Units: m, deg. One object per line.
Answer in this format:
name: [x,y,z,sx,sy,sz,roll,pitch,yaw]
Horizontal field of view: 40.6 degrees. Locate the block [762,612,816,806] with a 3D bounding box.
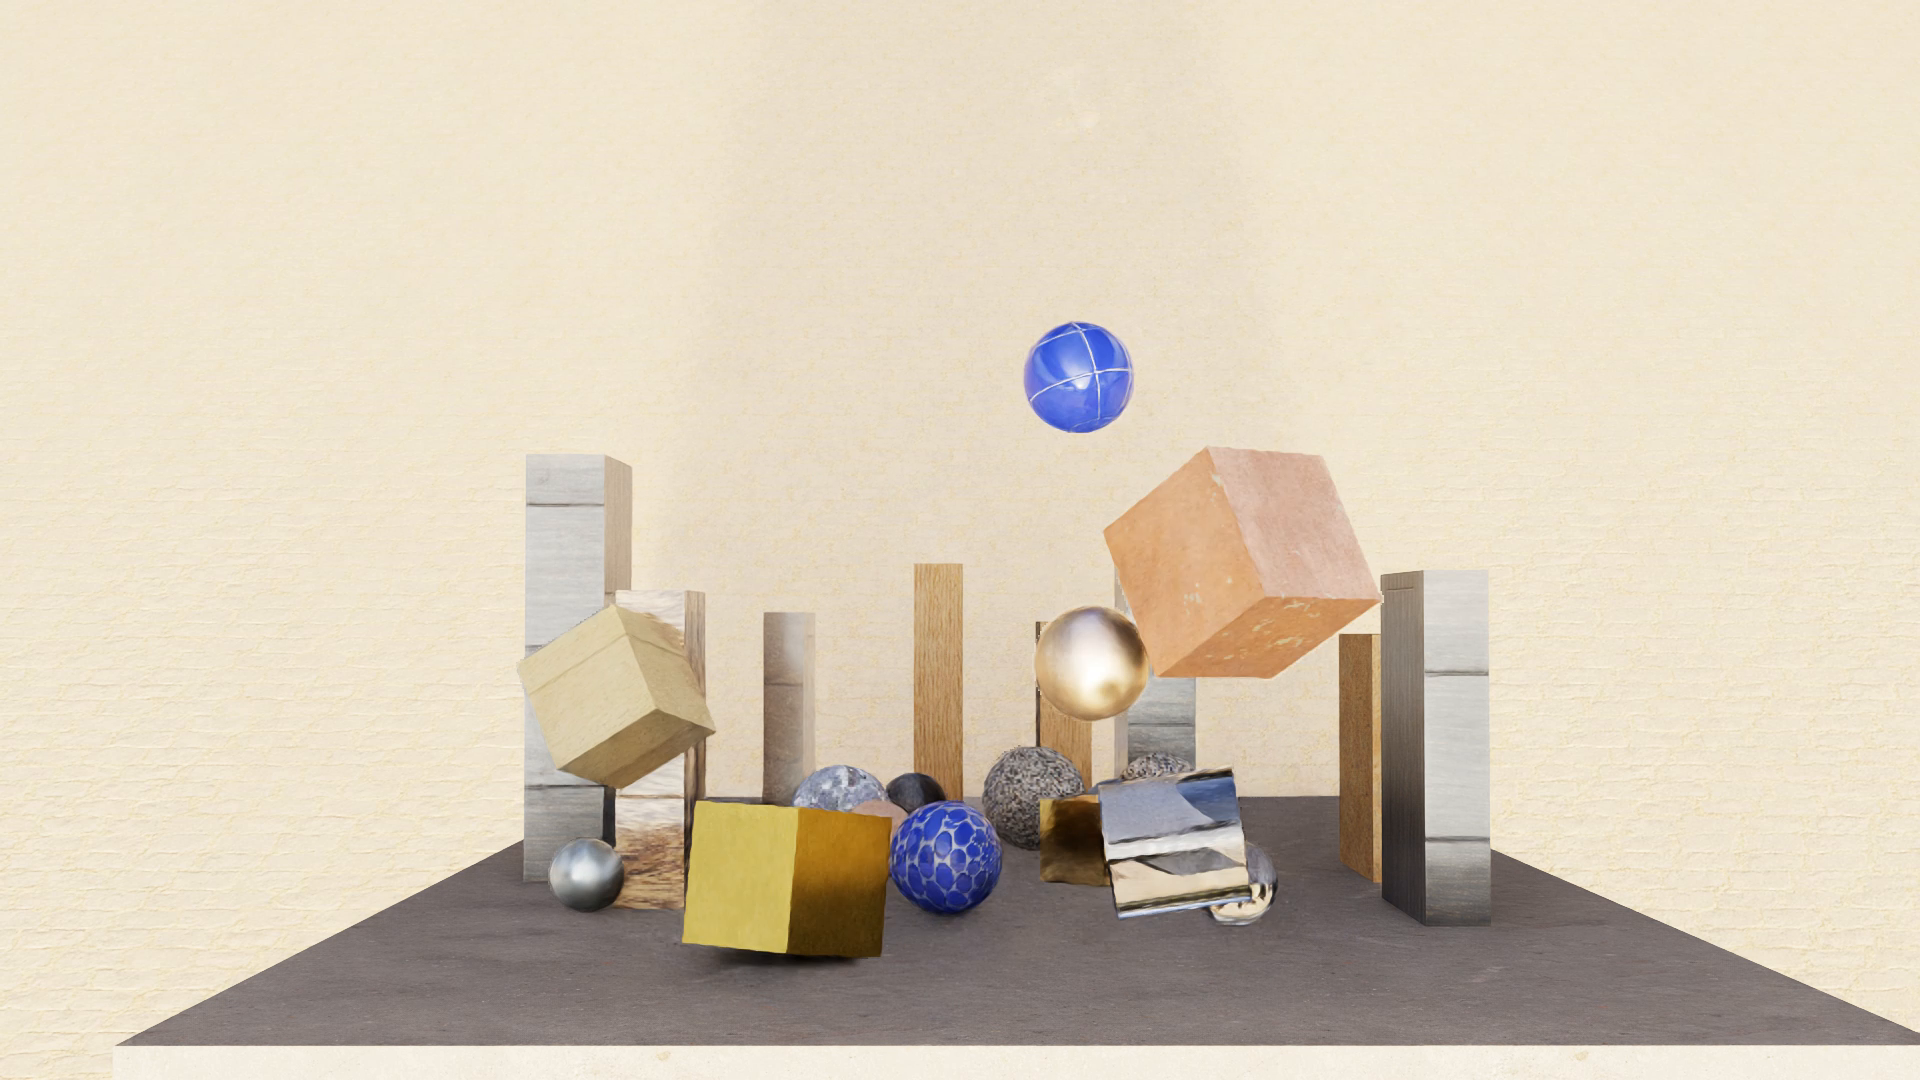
block: [-0.365,0.395,5.592,0.084,0.479,0.433,0,-2,0]

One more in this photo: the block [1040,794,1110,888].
block: [0.245,0.532,4.610,0.146,0.146,0.146,-2,-2,43]

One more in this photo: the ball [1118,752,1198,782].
ball: [0.409,0.531,5.311,0.191,0.191,0.191,0,35,0]

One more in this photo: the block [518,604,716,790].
block: [-0.534,0.247,4.049,0.189,0.189,0.189,-32,65,14]

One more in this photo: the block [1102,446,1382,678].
block: [0.311,0.028,2.885,0.185,0.185,0.185,3,58,-40]

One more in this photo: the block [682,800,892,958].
block: [-0.236,0.466,3.566,0.192,0.192,0.192,-1,-10,39]

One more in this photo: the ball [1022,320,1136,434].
ball: [0.141,-0.193,3.076,0.134,0.134,0.134,0,35,0]

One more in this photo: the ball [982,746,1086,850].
ball: [0.150,0.519,5.229,0.209,0.209,0.209,0,35,0]

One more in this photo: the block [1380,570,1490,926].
block: [0.753,0.321,4.138,0.099,0.539,0.408,0,-2,0]

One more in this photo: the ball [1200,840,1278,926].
ball: [0.417,0.520,3.939,0.131,0.131,0.131,0,35,0]

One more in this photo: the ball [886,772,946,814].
ball: [-0.098,0.561,5.468,0.142,0.142,0.142,0,35,0]

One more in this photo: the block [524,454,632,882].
block: [-0.704,0.232,4.813,0.140,0.759,0.394,0,-2,0]

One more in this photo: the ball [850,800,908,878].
ball: [-0.149,0.536,4.652,0.142,0.142,0.142,0,35,0]

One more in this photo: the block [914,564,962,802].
block: [-0.046,0.346,5.689,0.105,0.584,0.240,0,-2,0]

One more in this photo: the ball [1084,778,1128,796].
ball: [0.308,0.547,5.140,0.149,0.149,0.149,0,35,0]

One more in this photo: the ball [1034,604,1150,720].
ball: [0.150,0.139,2.948,0.131,0.131,0.131,0,35,0]

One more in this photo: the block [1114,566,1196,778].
block: [0.433,0.304,5.818,0.147,0.675,0.446,0,-2,0]

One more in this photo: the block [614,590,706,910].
block: [-0.499,0.342,4.349,0.110,0.512,0.351,0,-2,0]

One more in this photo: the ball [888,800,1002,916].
ball: [-0.023,0.500,4.087,0.179,0.179,0.179,0,35,0]

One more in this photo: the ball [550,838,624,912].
ball: [-0.591,0.532,4.119,0.117,0.117,0.117,0,35,0]

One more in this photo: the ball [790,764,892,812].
ball: [-0.220,0.514,4.802,0.195,0.195,0.195,0,35,0]

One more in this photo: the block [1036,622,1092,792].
block: [0.218,0.403,5.515,0.105,0.460,0.348,0,-2,0]

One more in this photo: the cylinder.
cylinder: [0.312,0.440,3.775,0.196,0.196,0.196,-9,35,4]

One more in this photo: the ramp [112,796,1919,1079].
ramp: [0.077,0.662,4.827,2.000,0.100,4.000,0,-2,0]

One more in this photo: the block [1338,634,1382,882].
block: [0.802,0.392,4.797,0.144,0.437,0.409,0,-2,0]
